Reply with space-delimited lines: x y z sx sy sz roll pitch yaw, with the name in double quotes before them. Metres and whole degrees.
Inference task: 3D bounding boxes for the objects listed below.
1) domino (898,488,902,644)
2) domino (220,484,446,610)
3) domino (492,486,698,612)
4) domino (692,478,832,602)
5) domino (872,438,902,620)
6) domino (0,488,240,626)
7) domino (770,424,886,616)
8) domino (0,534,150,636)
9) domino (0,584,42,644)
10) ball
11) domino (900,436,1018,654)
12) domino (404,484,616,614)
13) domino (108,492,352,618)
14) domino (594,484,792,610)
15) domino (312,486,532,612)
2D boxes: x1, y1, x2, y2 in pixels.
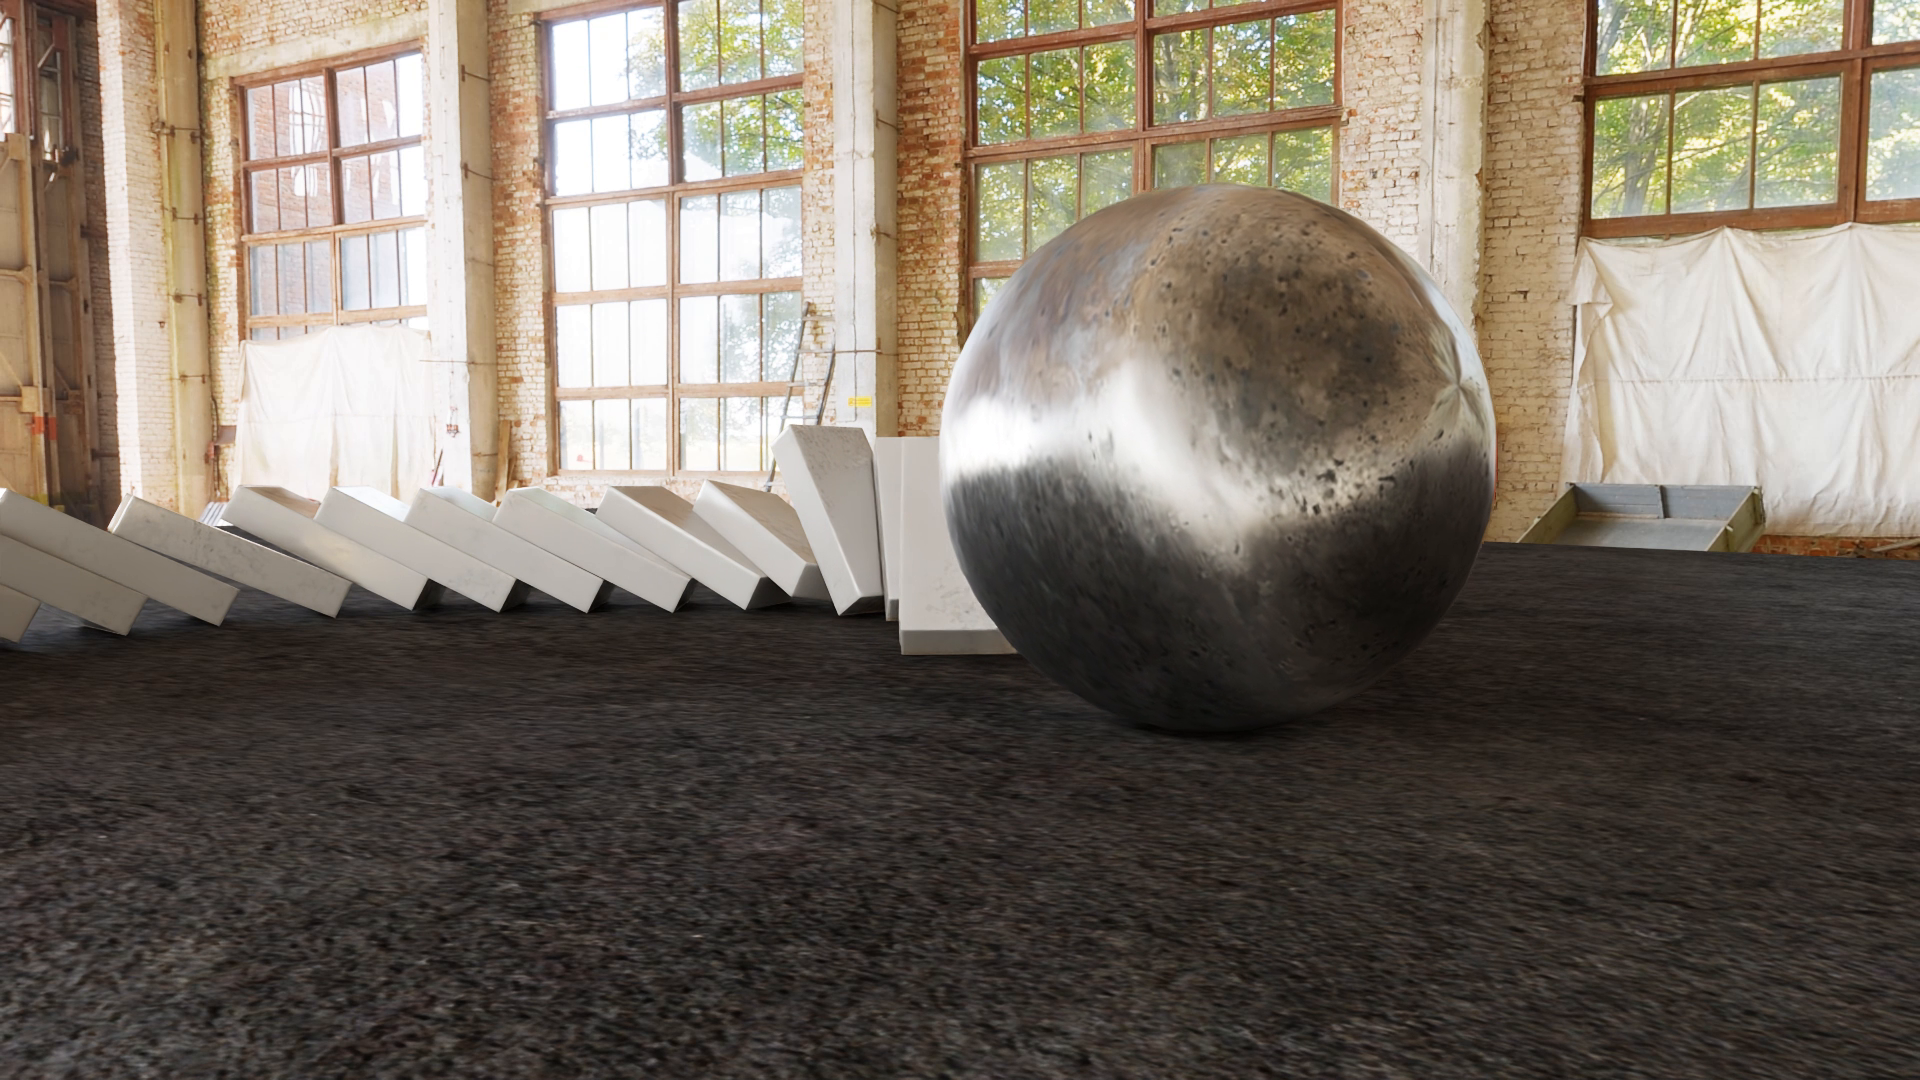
"domino" -0.001 -0.001 0.283 0.025 0.050 0.009 0 -36 -2
"domino" -0.158 0.002 0.329 0.050 0.009 0.025 27 -2 -7
"domino" -0.093 0.002 0.334 0.050 0.009 0.025 27 3 -4
"domino" -0.047 0.000 0.341 0.025 0.009 0.050 12 18 -47
"domino" -0.007 -0.004 0.321 0.025 0.050 0.009 -1 -36 -9
"domino" -0.195 0.004 0.294 0.025 0.009 0.050 5 -24 47
"domino" -0.028 -0.006 0.328 0.025 0.050 0.009 -2 -29 -47
"domino" -0.207 0.005 0.276 0.025 0.009 0.050 3 -25 38
"domino" -0.216 0.006 0.255 0.025 0.009 0.050 1 -27 28
"ball" 0.037 -0.012 0.191 0.080 0.080 0.080 0 4 0
"domino" 0.000 0.000 0.271 0.025 0.050 0.010 0 -36 -2
"domino" -0.115 0.002 0.332 0.050 0.009 0.025 27 2 -5
"domino" -0.176 0.004 0.311 0.050 0.009 0.025 29 -13 -34
"domino" -0.069 0.001 0.340 0.050 0.009 0.025 29 11 16
"domino" -0.136 0.002 0.330 0.050 0.009 0.025 27 1 -5
